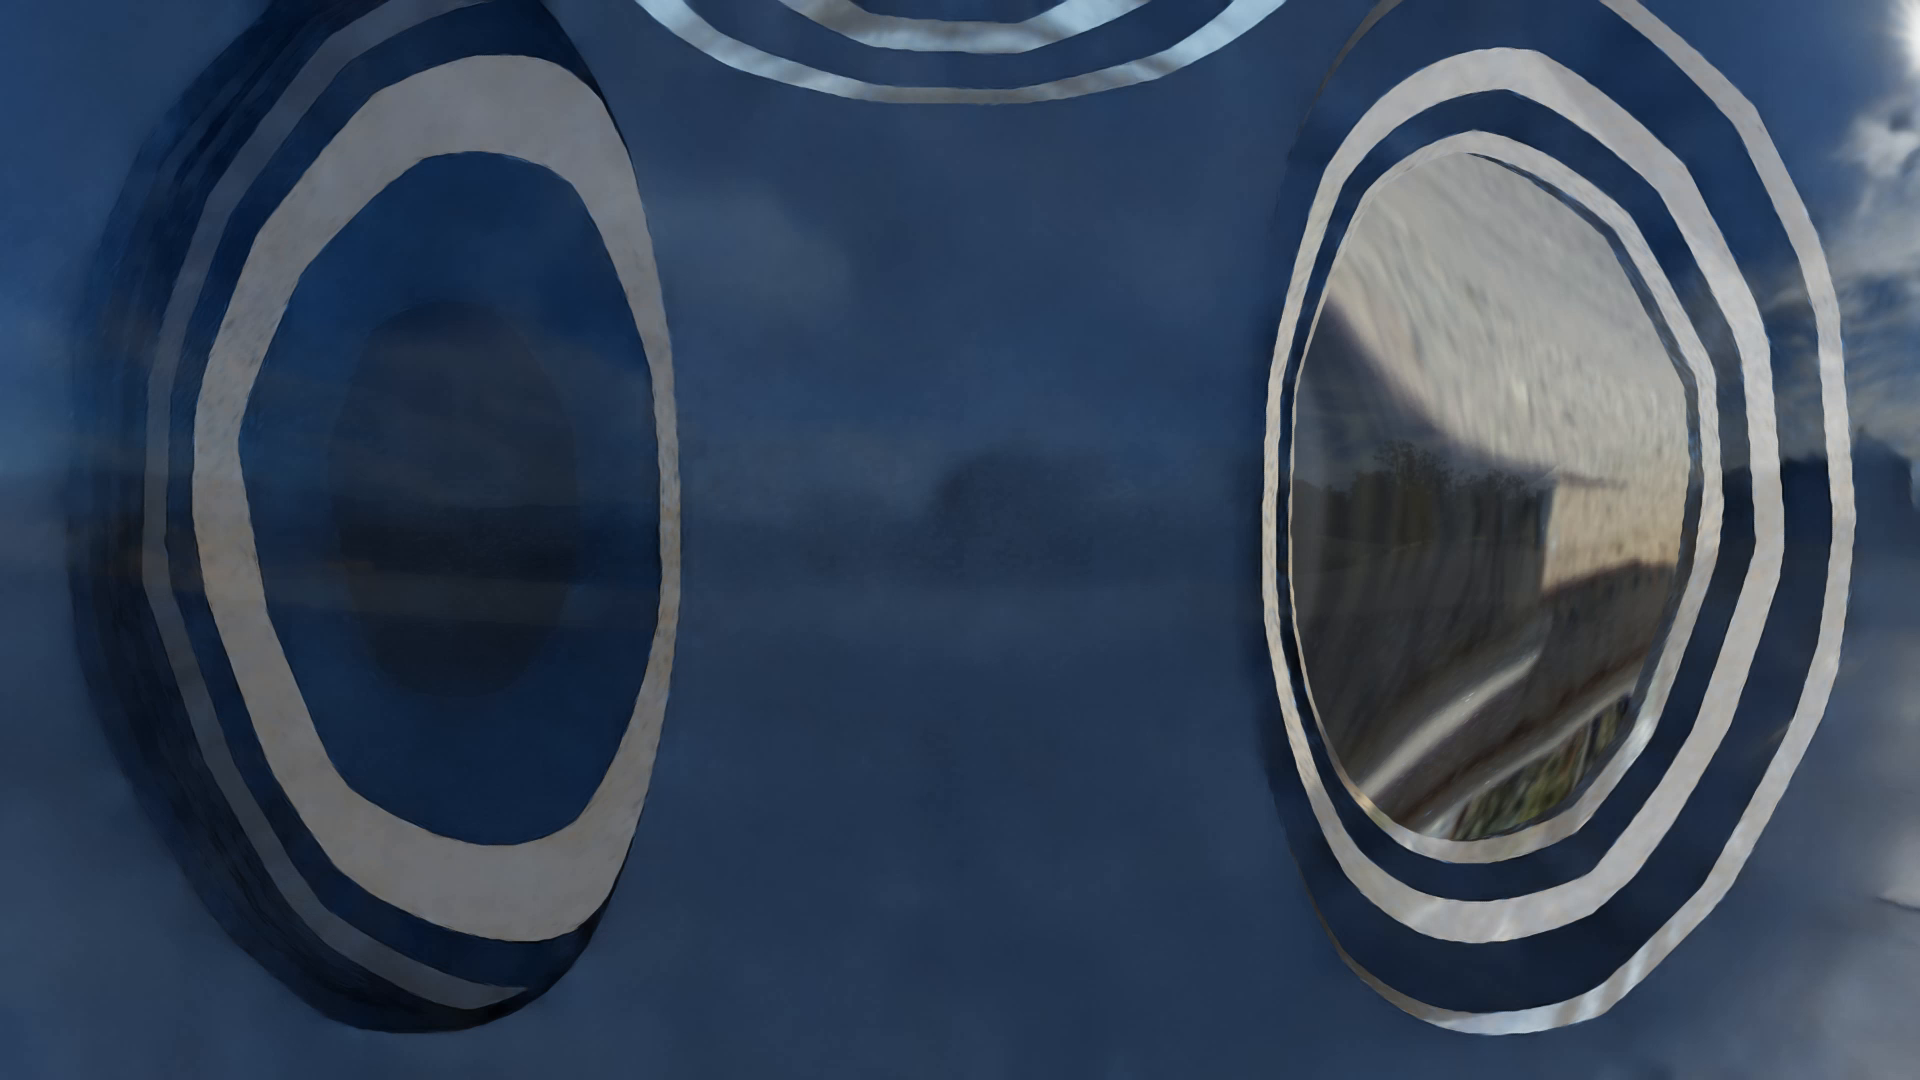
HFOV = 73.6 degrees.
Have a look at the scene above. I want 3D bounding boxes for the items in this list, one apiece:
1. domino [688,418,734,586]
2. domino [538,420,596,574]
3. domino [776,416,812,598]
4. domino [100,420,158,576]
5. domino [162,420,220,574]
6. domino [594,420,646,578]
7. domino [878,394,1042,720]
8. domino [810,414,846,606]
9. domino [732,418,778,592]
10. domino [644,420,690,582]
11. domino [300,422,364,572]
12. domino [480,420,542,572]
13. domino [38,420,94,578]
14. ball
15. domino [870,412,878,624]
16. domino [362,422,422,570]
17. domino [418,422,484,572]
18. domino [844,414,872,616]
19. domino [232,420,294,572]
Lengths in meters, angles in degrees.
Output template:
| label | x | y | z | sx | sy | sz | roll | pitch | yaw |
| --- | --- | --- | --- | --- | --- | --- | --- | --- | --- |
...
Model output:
| label | x | y | z | sx | sy | sz | roll | pitch | yaw |
| --- | --- | --- | --- | --- | --- | --- | --- | --- | --- |
| domino | -0.071 | -0.012 | 0.396 | 0.010 | 0.050 | 0.025 | 4 | 6 | 39 |
| domino | -0.129 | -0.015 | 0.429 | 0.009 | 0.050 | 0.025 | 2 | 5 | 20 |
| domino | -0.038 | -0.010 | 0.363 | 0.025 | 0.050 | 0.010 | -3 | 5 | -38 |
| domino | -0.276 | -0.014 | 0.426 | 0.010 | 0.050 | 0.025 | -2 | 5 | -23 |
| domino | -0.259 | -0.015 | 0.432 | 0.009 | 0.050 | 0.025 | -1 | 4 | -17 |
| domino | -0.107 | -0.014 | 0.419 | 0.009 | 0.050 | 0.025 | 2 | 5 | 27 |
| domino | 0.000 | 0.002 | 0.201 | 0.025 | 0.050 | 0.010 | 0 | 4 | 0 |
| domino | -0.027 | -0.008 | 0.346 | 0.025 | 0.050 | 0.009 | -3 | 5 | -32 |
| domino | -0.054 | -0.011 | 0.381 | 0.025 | 0.050 | 0.009 | -4 | 6 | -44 |
| domino | -0.087 | -0.013 | 0.408 | 0.009 | 0.050 | 0.025 | 3 | 5 | 33 |
| domino | -0.215 | -0.016 | 0.441 | 0.009 | 0.050 | 0.025 | 0 | 4 | -5 |
| domino | -0.151 | -0.015 | 0.436 | 0.010 | 0.050 | 0.025 | 1 | 4 | 14 |
| domino | -0.292 | -0.014 | 0.419 | 0.009 | 0.050 | 0.025 | -2 | 5 | -27 |
| ball | 0.000 | -0.002 | 0.056 | 0.080 | 0.080 | 0.080 | 0 | 4 | 0 |
| domino | -0.008 | -0.005 | 0.307 | 0.025 | 0.050 | 0.009 | -2 | 5 | -20 |
| domino | -0.194 | -0.016 | 0.441 | 0.010 | 0.050 | 0.025 | 0 | 4 | 1 |
| domino | -0.174 | -0.015 | 0.440 | 0.010 | 0.050 | 0.025 | 1 | 4 | 7 |
| domino | -0.016 | -0.007 | 0.326 | 0.025 | 0.050 | 0.009 | -2 | 5 | -25 |
| domino | -0.237 | -0.015 | 0.438 | 0.009 | 0.050 | 0.025 | -1 | 4 | -11 |
